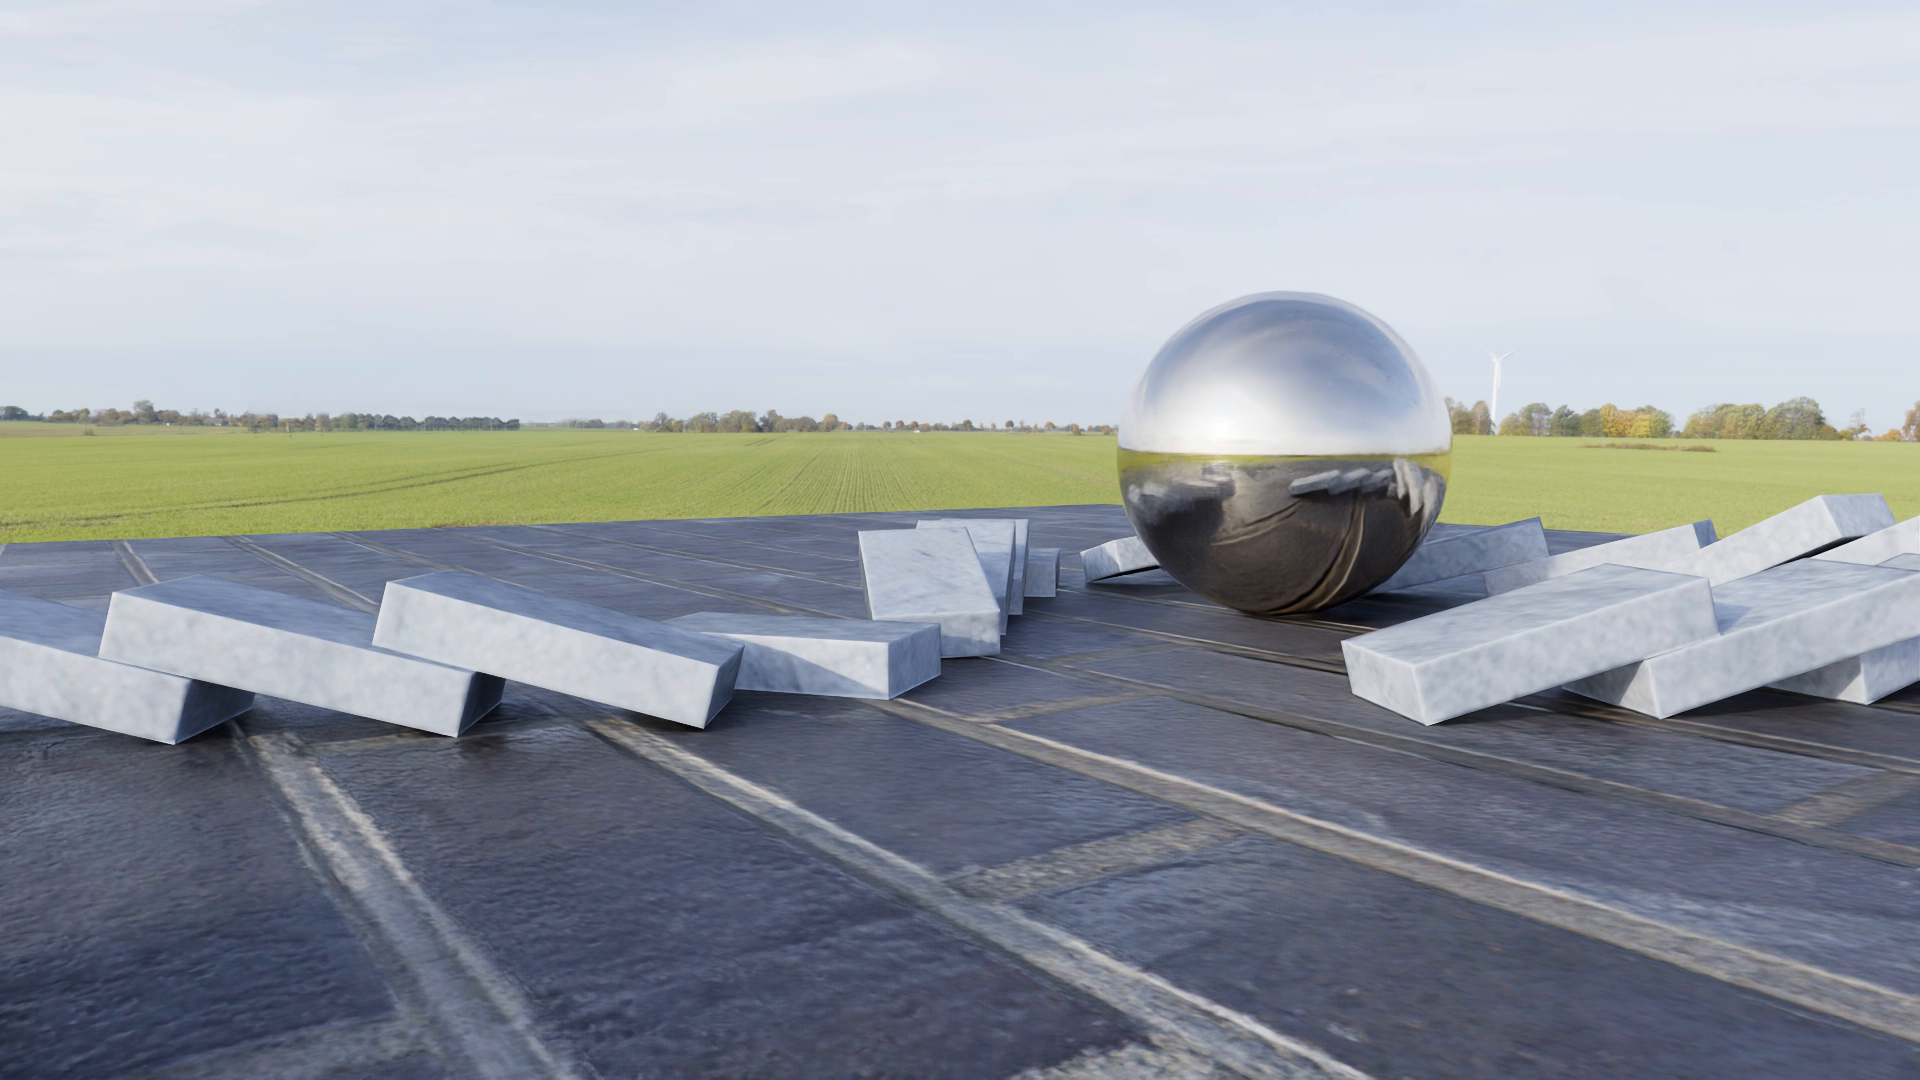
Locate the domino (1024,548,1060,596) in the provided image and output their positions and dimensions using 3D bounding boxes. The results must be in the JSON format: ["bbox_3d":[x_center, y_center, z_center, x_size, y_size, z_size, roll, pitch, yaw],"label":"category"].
[{"bbox_3d":[0.017,0.009,0.383,0.025,0.010,0.050,0,4,6],"label":"domino"}]

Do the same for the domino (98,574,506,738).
[{"bbox_3d":[-0.097,0.017,0.195,0.050,0.010,0.025,14,3,-7],"label":"domino"}]

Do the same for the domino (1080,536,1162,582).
[{"bbox_3d":[0.065,0.002,0.391,0.050,0.010,0.025,-10,-6,-19],"label":"domino"}]

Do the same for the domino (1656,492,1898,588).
[{"bbox_3d":[0.178,0.005,0.289,0.025,0.010,0.050,-2,-23,-30],"label":"domino"}]

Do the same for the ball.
[{"bbox_3d":[0.079,-0.021,0.316,0.080,0.080,0.080,0,4,0],"label":"ball"}]

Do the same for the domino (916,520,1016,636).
[{"bbox_3d":[0.000,0.008,0.309,0.025,0.010,0.050,0,20,5],"label":"domino"}]

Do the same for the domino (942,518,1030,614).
[{"bbox_3d":[0.005,0.006,0.343,0.025,0.010,0.050,0,18,5],"label":"domino"}]

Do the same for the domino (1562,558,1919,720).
[{"bbox_3d":[0.129,0.015,0.213,0.050,0.010,0.025,-16,6,-6],"label":"domino"}]

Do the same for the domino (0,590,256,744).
[{"bbox_3d":[-0.135,0.017,0.191,0.050,0.009,0.025,15,2,-7],"label":"domino"}]

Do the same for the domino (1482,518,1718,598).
[{"bbox_3d":[0.163,0.006,0.328,0.050,0.009,0.025,-18,-8,39],"label":"domino"}]

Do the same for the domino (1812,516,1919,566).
[{"bbox_3d":[0.188,0.005,0.264,0.025,0.009,0.050,-4,-22,-40],"label":"domino"}]

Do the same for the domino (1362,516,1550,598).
[{"bbox_3d":[0.134,0.005,0.353,0.050,0.010,0.025,-15,-3,25],"label":"domino"}]

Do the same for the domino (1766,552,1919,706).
[{"bbox_3d":[0.165,0.015,0.228,0.050,0.010,0.025,-17,10,-19],"label":"domino"}]

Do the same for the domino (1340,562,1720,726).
[{"bbox_3d":[0.091,0.016,0.208,0.050,0.010,0.025,-15,6,-7],"label":"domino"}]

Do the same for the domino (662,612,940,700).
[{"bbox_3d":[-0.031,0.020,0.233,0.050,0.010,0.025,2,5,19],"label":"domino"}]

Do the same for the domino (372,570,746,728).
[{"bbox_3d":[-0.061,0.016,0.201,0.050,0.009,0.025,15,3,-1],"label":"domino"}]

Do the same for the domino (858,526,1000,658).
[{"bbox_3d":[-0.008,0.010,0.274,0.025,0.009,0.050,-2,20,-7],"label":"domino"}]
